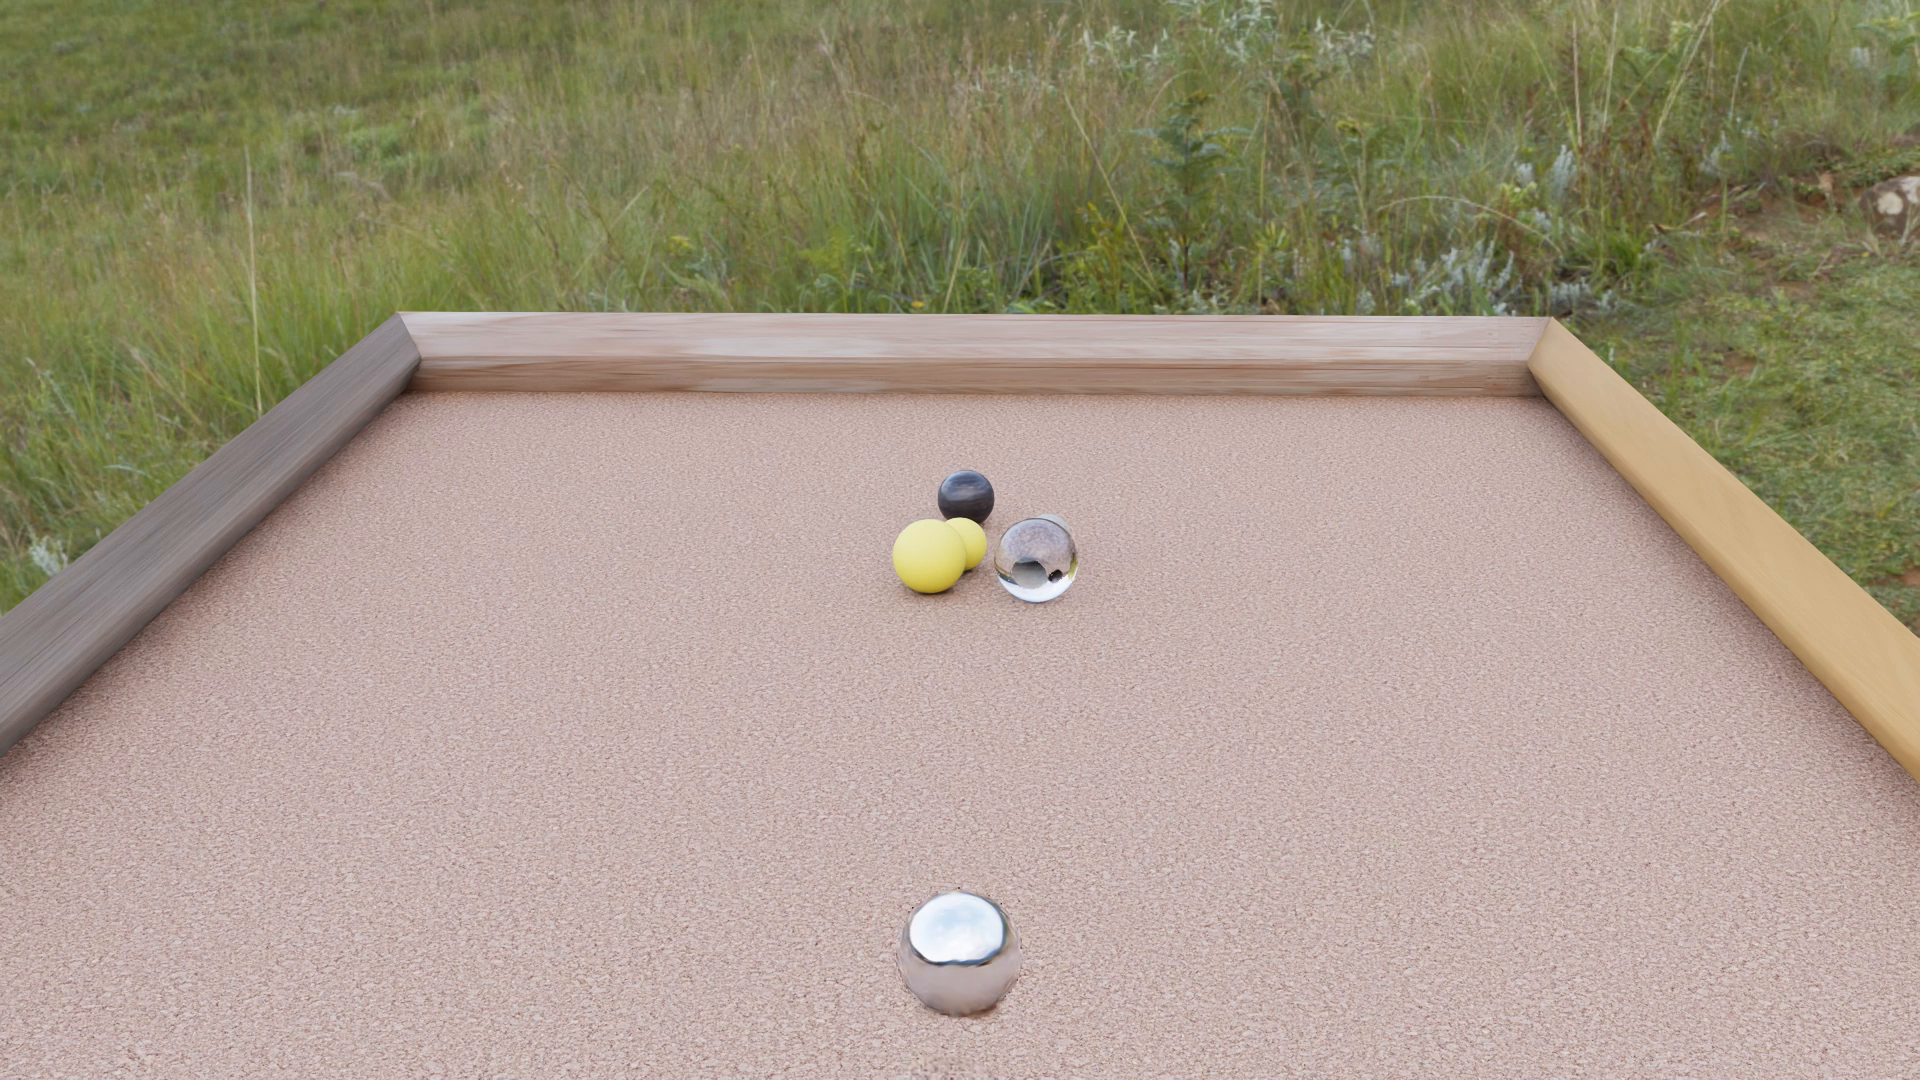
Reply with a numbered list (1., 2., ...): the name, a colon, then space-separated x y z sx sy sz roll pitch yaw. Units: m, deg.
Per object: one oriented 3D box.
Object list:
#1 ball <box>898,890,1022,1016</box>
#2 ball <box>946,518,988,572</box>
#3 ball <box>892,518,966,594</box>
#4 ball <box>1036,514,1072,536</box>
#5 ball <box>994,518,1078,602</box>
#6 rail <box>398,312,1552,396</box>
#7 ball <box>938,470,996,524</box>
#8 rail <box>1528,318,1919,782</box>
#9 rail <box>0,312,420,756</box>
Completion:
1. ball: 0.000 0.311 1.661 0.093 0.093 0.093 0 18 0
2. ball: 0.000 0.005 2.666 0.066 0.066 0.066 0 18 0
3. ball: -0.036 0.019 2.587 0.088 0.088 0.088 0 18 0
4. ball: 0.108 -0.003 2.704 0.059 0.059 0.059 0 18 0
5. ball: 0.089 0.023 2.556 0.098 0.098 0.098 0 18 0
6. rail: 0.019 -0.290 3.490 1.838 0.128 0.045 0 18 1
7. ball: 0.008 -0.054 2.837 0.075 0.075 0.075 0 18 0
8. rail: 0.876 0.253 1.783 0.045 0.128 3.594 0 18 1
9. rail: -0.914 0.241 1.819 0.045 0.128 3.594 0 18 1
